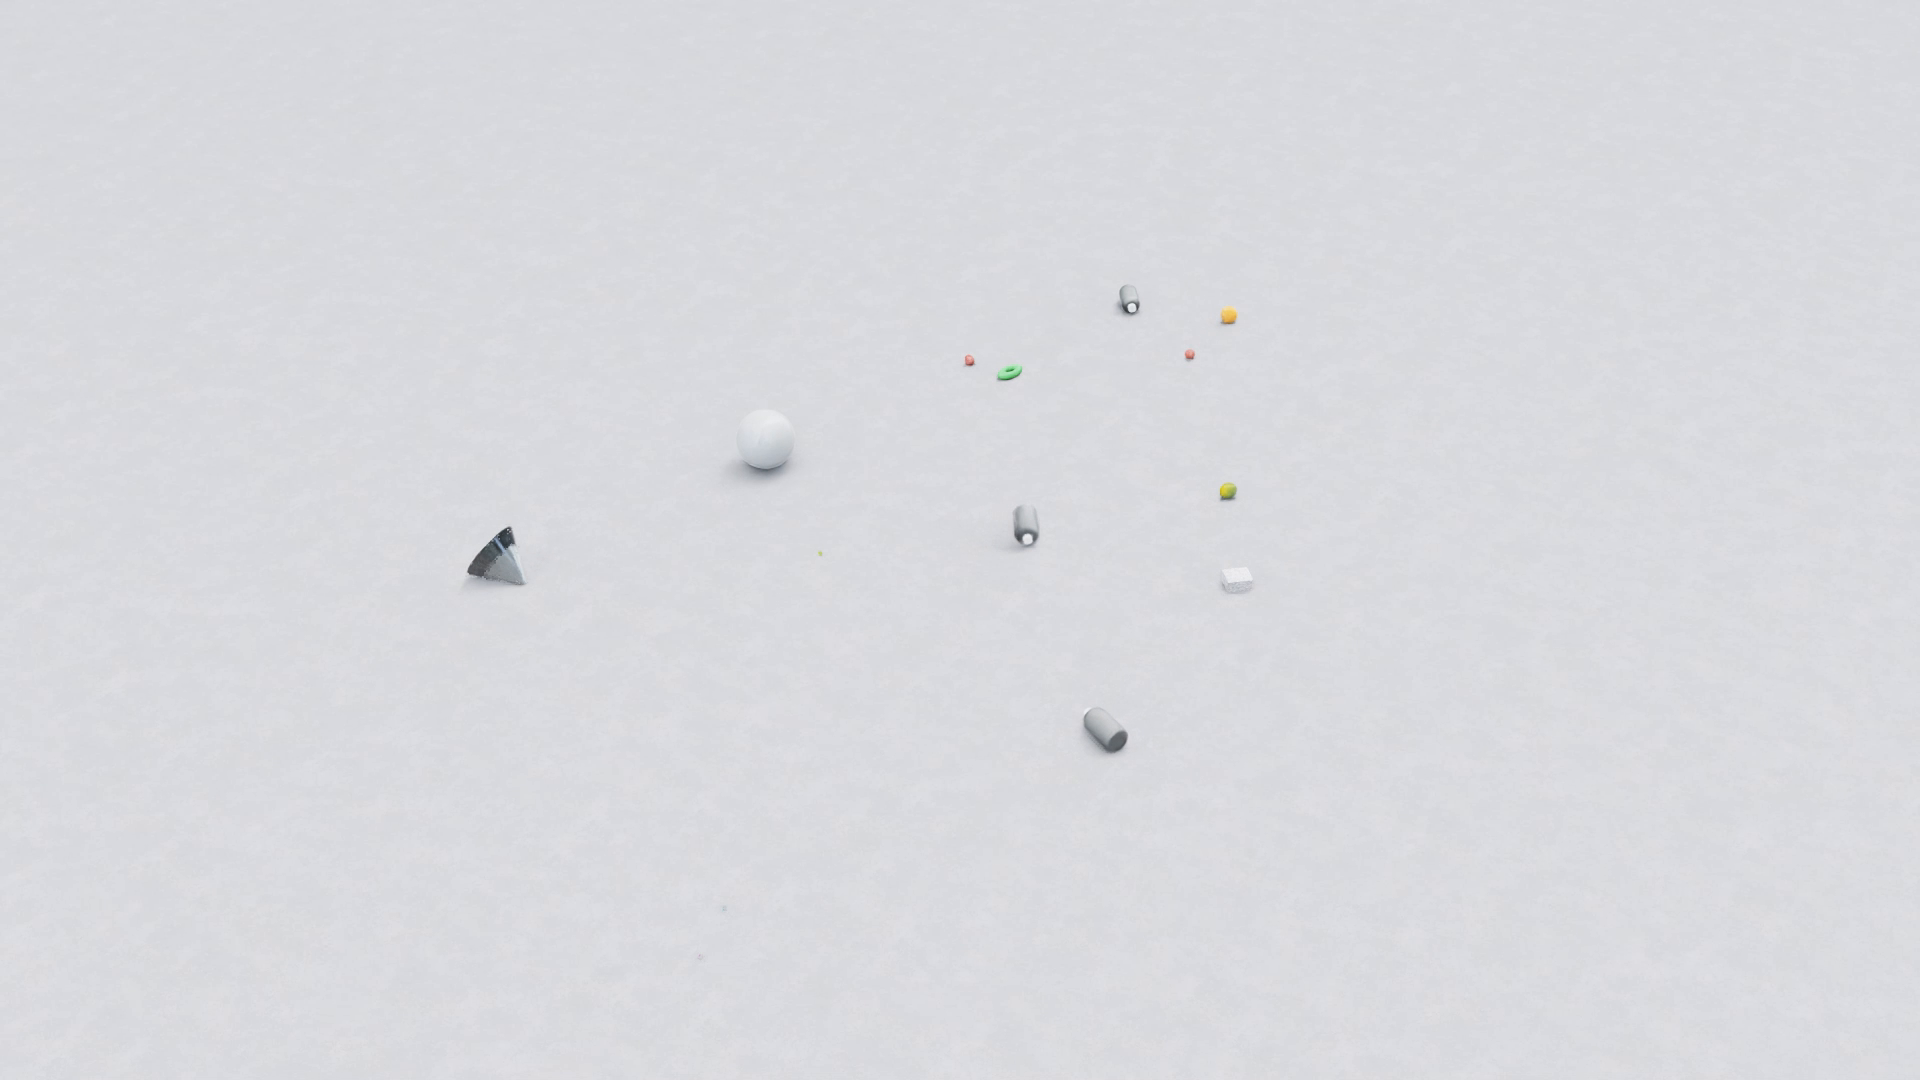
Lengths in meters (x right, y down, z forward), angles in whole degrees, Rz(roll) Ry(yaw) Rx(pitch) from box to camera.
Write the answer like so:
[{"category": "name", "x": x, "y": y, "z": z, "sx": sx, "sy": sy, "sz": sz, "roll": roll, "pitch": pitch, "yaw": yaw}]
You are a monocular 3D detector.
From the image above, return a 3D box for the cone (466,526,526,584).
[{"category": "cone", "x": -1.651, "y": 0.099, "z": 10.708, "sx": 0.189, "sy": 0.197, "sz": 0.237, "roll": 42, "pitch": 88, "yaw": 6}]

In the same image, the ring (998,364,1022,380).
[{"category": "ring", "x": 0.204, "y": -0.686, "z": 11.957, "sx": 0.126, "sy": 0.031, "sz": 0.066, "roll": -27, "pitch": 43, "yaw": -33}]

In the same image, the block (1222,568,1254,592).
[{"category": "block", "x": 1.011, "y": 0.145, "z": 10.684, "sx": 0.093, "sy": 0.045, "sz": 0.086, "roll": -6, "pitch": 34, "yaw": -9}]

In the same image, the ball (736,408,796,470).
[{"category": "ball", "x": -0.752, "y": -0.390, "z": 11.325, "sx": 0.232, "sy": 0.232, "sz": 0.232, "roll": 0, "pitch": 33, "yaw": 0}]
